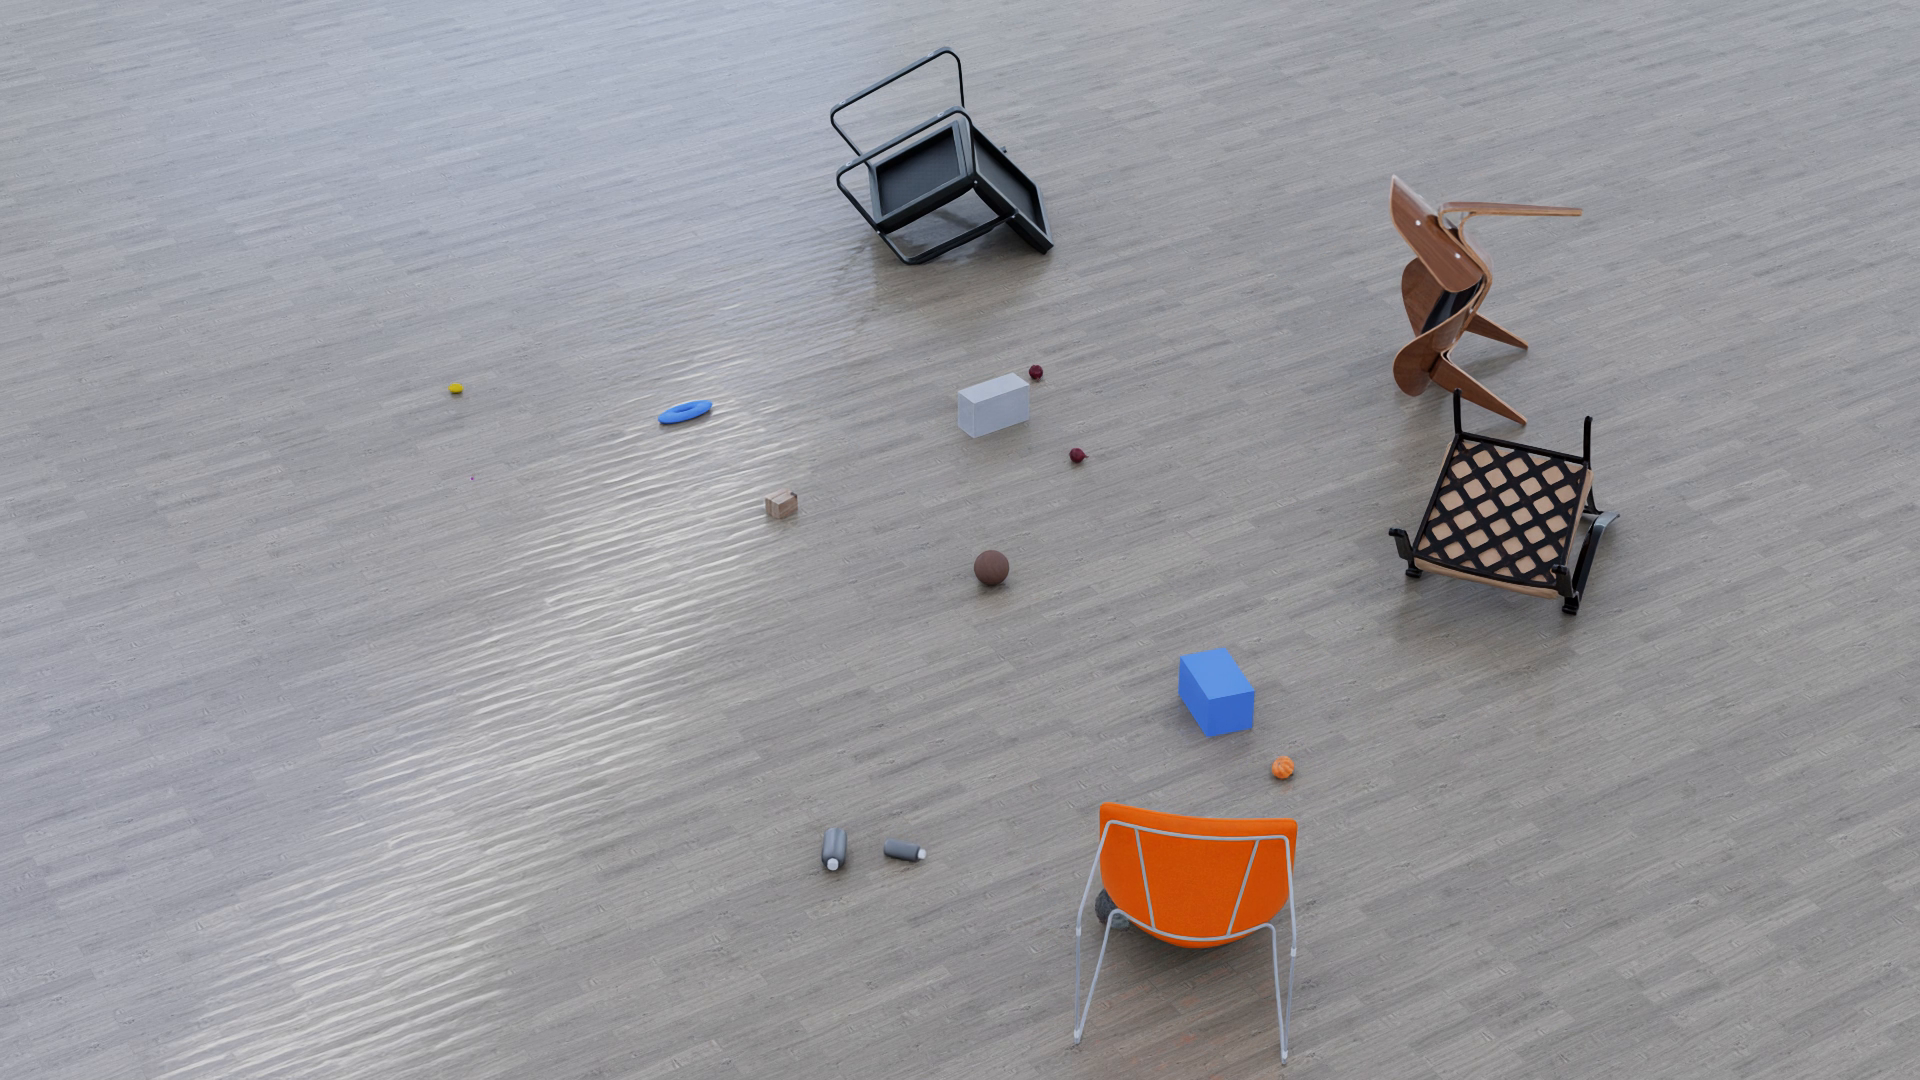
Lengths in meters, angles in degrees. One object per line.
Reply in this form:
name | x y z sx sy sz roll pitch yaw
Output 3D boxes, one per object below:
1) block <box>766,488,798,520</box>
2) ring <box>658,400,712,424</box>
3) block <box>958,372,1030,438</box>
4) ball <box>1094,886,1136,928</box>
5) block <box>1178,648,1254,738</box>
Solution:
block | -0.676 -0.139 11.095 0.075 0.066 0.095 28 43 36
ring | -1.095 -0.511 11.685 0.242 0.039 0.086 -20 37 -26
block | 0.132 -0.533 11.607 0.265 0.161 0.114 -20 38 -28
ball | 0.482 1.138 9.098 0.131 0.131 0.131 0 33 0
block | 0.874 0.519 10.013 0.166 0.158 0.265 -10 35 -15
